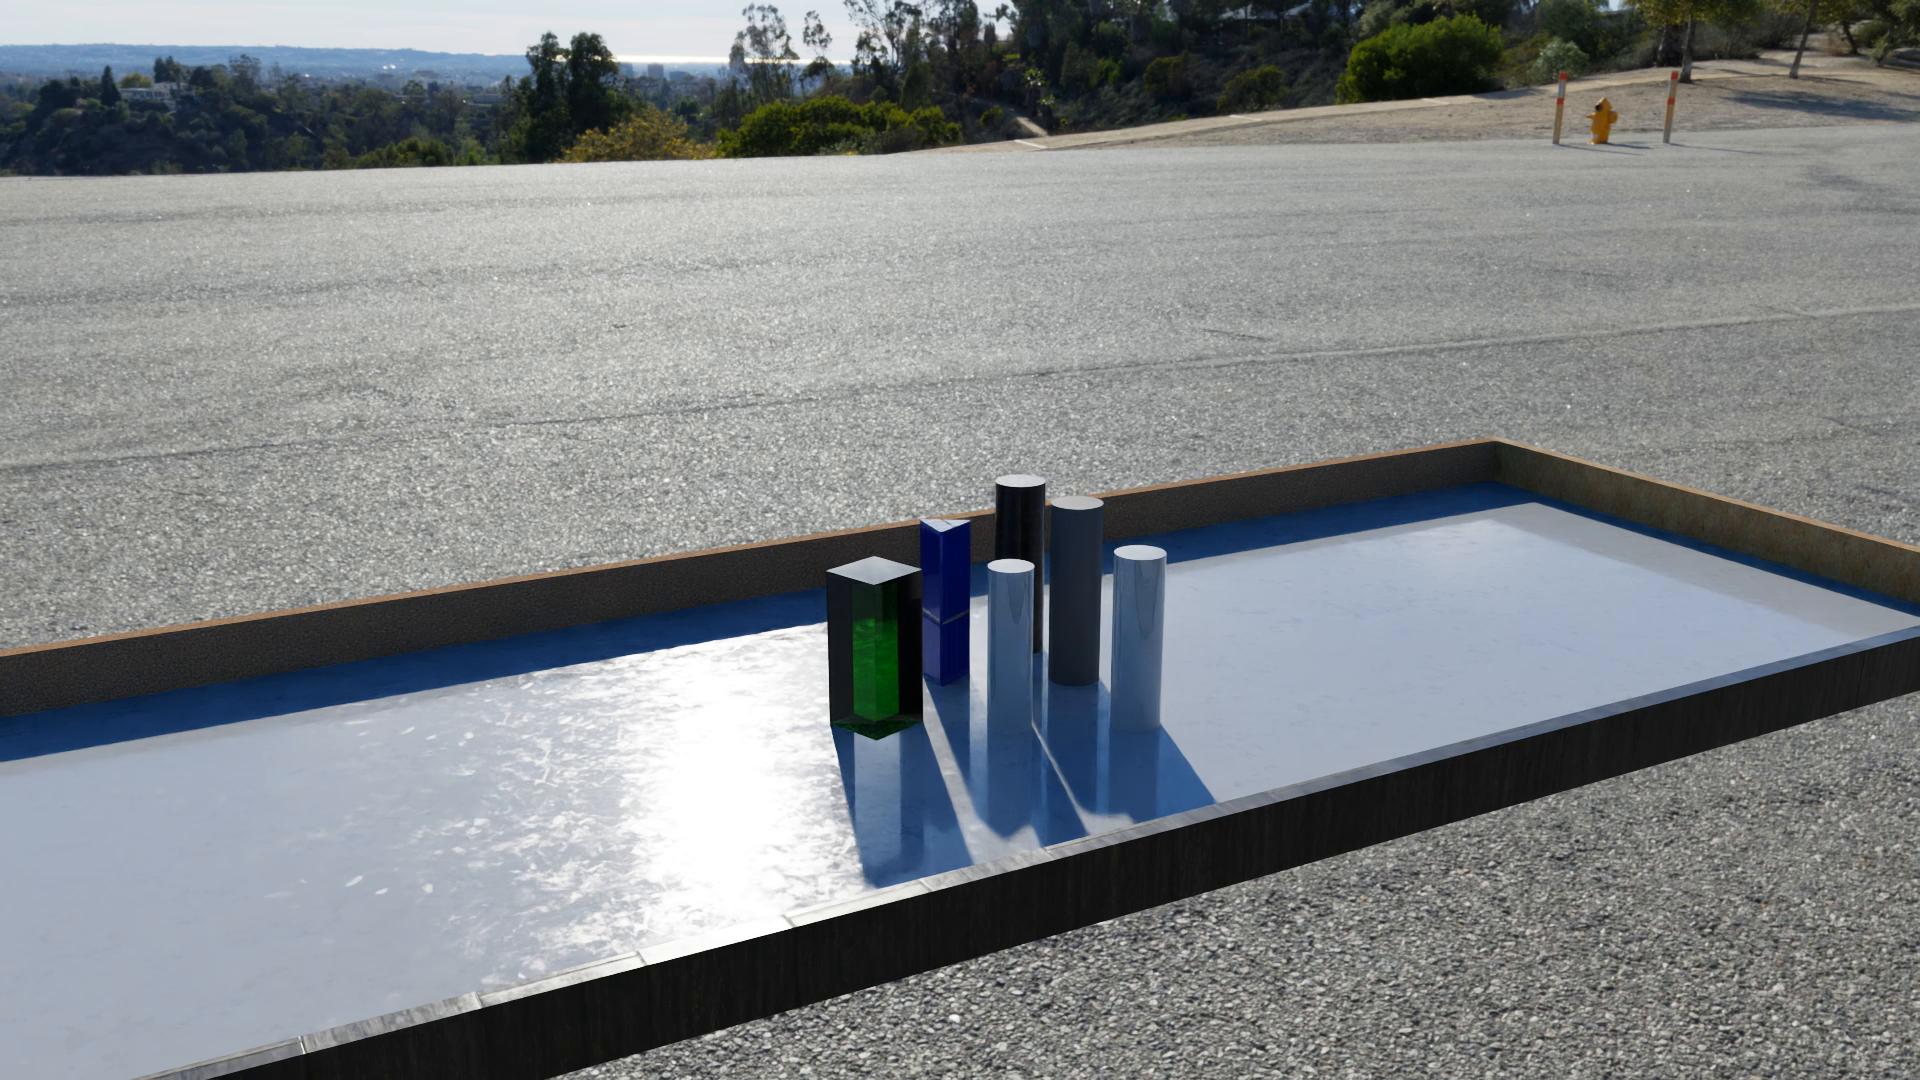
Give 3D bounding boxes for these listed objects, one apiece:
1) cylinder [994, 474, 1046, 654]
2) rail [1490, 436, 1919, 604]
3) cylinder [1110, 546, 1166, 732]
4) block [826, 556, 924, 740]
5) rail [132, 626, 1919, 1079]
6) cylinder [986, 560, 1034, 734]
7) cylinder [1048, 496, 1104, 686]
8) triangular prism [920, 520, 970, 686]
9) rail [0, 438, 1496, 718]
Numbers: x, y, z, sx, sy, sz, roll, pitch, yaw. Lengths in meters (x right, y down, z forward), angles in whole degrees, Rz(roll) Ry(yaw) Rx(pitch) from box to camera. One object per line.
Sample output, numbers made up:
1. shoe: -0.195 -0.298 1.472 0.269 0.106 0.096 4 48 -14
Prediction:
1. cylinder: 0.156 0.065 4.324 0.130 0.456 0.130 0 16 0
2. rail: 2.466 -0.048 5.253 0.050 0.150 2.100 -9 18 -27
3. cylinder: 0.412 0.230 3.830 0.119 0.419 0.119 0 16 0
4. block: -0.197 0.249 3.839 0.156 0.376 0.156 14 22 40
5. rail: -2.336 1.006 1.665 12.000 0.150 0.050 -9 18 -27
6. cylinder: 0.116 0.247 3.817 0.106 0.392 0.106 0 16 0
7. cylinder: 0.287 0.128 4.109 0.129 0.457 0.129 0 16 0
8. triangular prism: -0.054 0.150 4.132 0.106 0.402 0.122 11 20 33
9. rail: -3.305 0.497 3.399 12.000 0.150 0.050 -9 18 -27
